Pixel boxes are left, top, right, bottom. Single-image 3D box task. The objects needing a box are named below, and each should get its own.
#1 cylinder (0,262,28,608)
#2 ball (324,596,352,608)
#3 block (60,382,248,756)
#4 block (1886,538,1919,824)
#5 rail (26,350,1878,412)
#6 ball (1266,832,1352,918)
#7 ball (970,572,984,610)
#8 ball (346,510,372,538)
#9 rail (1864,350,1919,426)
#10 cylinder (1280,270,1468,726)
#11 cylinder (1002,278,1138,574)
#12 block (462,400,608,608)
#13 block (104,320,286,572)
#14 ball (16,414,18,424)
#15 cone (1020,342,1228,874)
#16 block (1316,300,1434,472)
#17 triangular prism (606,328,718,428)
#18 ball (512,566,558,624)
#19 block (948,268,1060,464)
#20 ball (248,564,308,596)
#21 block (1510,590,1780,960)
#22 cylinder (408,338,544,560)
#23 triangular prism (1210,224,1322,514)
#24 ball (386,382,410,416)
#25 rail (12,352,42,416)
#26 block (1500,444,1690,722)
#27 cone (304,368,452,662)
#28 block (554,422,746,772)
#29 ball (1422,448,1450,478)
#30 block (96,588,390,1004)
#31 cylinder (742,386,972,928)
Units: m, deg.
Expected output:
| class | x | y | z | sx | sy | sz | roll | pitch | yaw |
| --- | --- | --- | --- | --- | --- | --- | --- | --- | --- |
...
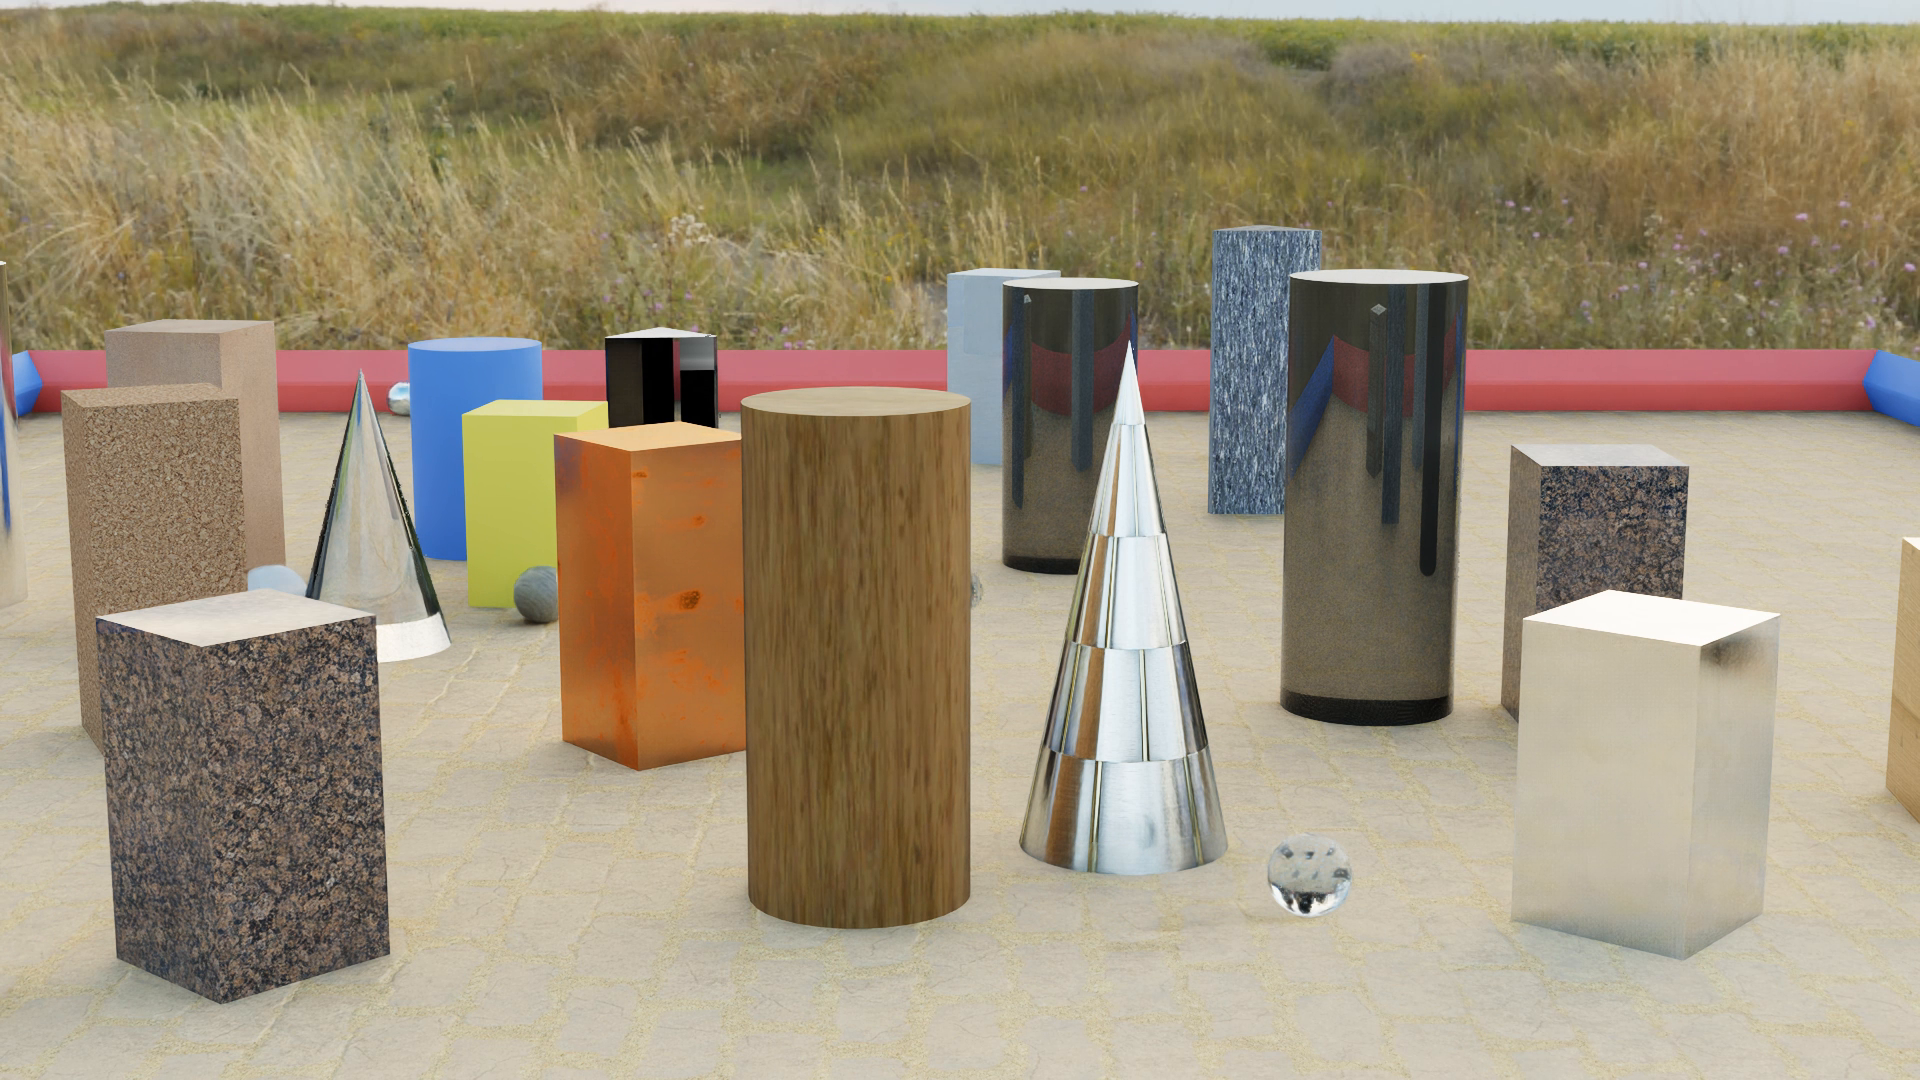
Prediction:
| class | x | y | z | sx | sy | sz | roll | pitch | yaw |
| --- | --- | --- | --- | --- | --- | --- | --- | --- | --- |
| cylinder | -1.388 | -0.143 | 3.492 | 0.198 | 0.462 | 0.198 | 0 | 10 | 0 |
| ball | -0.818 | 0.094 | 3.363 | 0.042 | 0.042 | 0.042 | 0 | 10 | 0 |
| block | -0.875 | 0.028 | 2.801 | 0.159 | 0.376 | 0.159 | -5 | 12 | -27 |
| block | 1.018 | 0.141 | 2.516 | 0.159 | 0.259 | 0.159 | 1 | 11 | 6 |
| rail | -0.012 | -0.336 | 5.441 | 3.937 | 0.129 | 0.045 | 0 | 10 | 0 |
| ball | 0.302 | 0.290 | 2.221 | 0.073 | 0.073 | 0.073 | 0 | 10 | 0 |
| ball | 0.003 | 0.069 | 3.457 | 0.057 | 0.057 | 0.057 | 0 | 10 | 0 |
| ball | -0.940 | -0.025 | 4.010 | 0.041 | 0.041 | 0.041 | 0 | 10 | 0 |
| rail | 1.945 | 0.031 | 3.460 | 0.045 | 0.129 | 4.100 | 0 | 10 | 0 |
| cylinder | 0.469 | -0.053 | 2.915 | 0.198 | 0.493 | 0.198 | 0 | 10 | 0 |
| cylinder | 0.161 | -0.171 | 3.775 | 0.198 | 0.413 | 0.198 | 0 | 10 | 0 |
| block | -0.581 | -0.051 | 3.542 | 0.159 | 0.263 | 0.159 | 1 | 11 | 7 |
| block | -1.006 | -0.088 | 3.392 | 0.159 | 0.390 | 0.159 | 2 | 11 | 10 |
| ball | -1.881 | -0.232 | 4.999 | 0.088 | 0.088 | 0.088 | 0 | 10 | 0 |
| cone | 0.155 | 0.052 | 2.392 | 0.198 | 0.478 | 0.198 | 0 | 10 | 0 |
| block | 0.756 | -0.287 | 4.732 | 0.159 | 0.293 | 0.159 | -7 | 13 | -34 |
| triangular prism | -0.479 | -0.182 | 4.133 | 0.172 | 0.306 | 0.149 | -1 | 11 | -7 |
| ball | -0.552 | 0.071 | 3.390 | 0.077 | 0.077 | 0.077 | 0 | 10 | 0 |
| block | 0.082 | -0.325 | 4.788 | 0.159 | 0.348 | 0.159 | 5 | 12 | 25 |
| ball | -0.881 | 0.081 | 3.282 | 0.098 | 0.098 | 0.098 | 0 | 10 | 0 |
| block | 0.587 | 0.196 | 2.199 | 0.159 | 0.266 | 0.159 | 9 | 14 | 40 |
| cylinder | -0.730 | -0.141 | 3.889 | 0.198 | 0.313 | 0.198 | 0 | 10 | 0 |
| triangular prism | 0.499 | -0.285 | 4.252 | 0.172 | 0.464 | 0.149 | 0 | 10 | 2 |
| ball | -1.169 | -0.297 | 5.392 | 0.072 | 0.072 | 0.072 | 0 | 10 | 0 |
| rail | -1.945 | 0.035 | 3.438 | 0.045 | 0.129 | 4.100 | 0 | 10 | 0 |
| block | 0.705 | 0.055 | 2.862 | 0.159 | 0.302 | 0.159 | 0 | 10 | 0 |
| cone | -0.747 | -0.041 | 3.231 | 0.198 | 0.355 | 0.198 | 0 | 10 | 0 |
| block | -0.323 | 0.055 | 2.760 | 0.159 | 0.338 | 0.159 | -8 | 13 | -37 |
| ball | 0.852 | -0.137 | 4.589 | 0.051 | 0.051 | 0.051 | 0 | 10 | 0 |
| block | -0.585 | 0.203 | 2.099 | 0.159 | 0.288 | 0.159 | 9 | 14 | 42 |
| cylinder | -0.089 | 0.097 | 2.249 | 0.198 | 0.442 | 0.198 | 0 | 10 | 0 |
